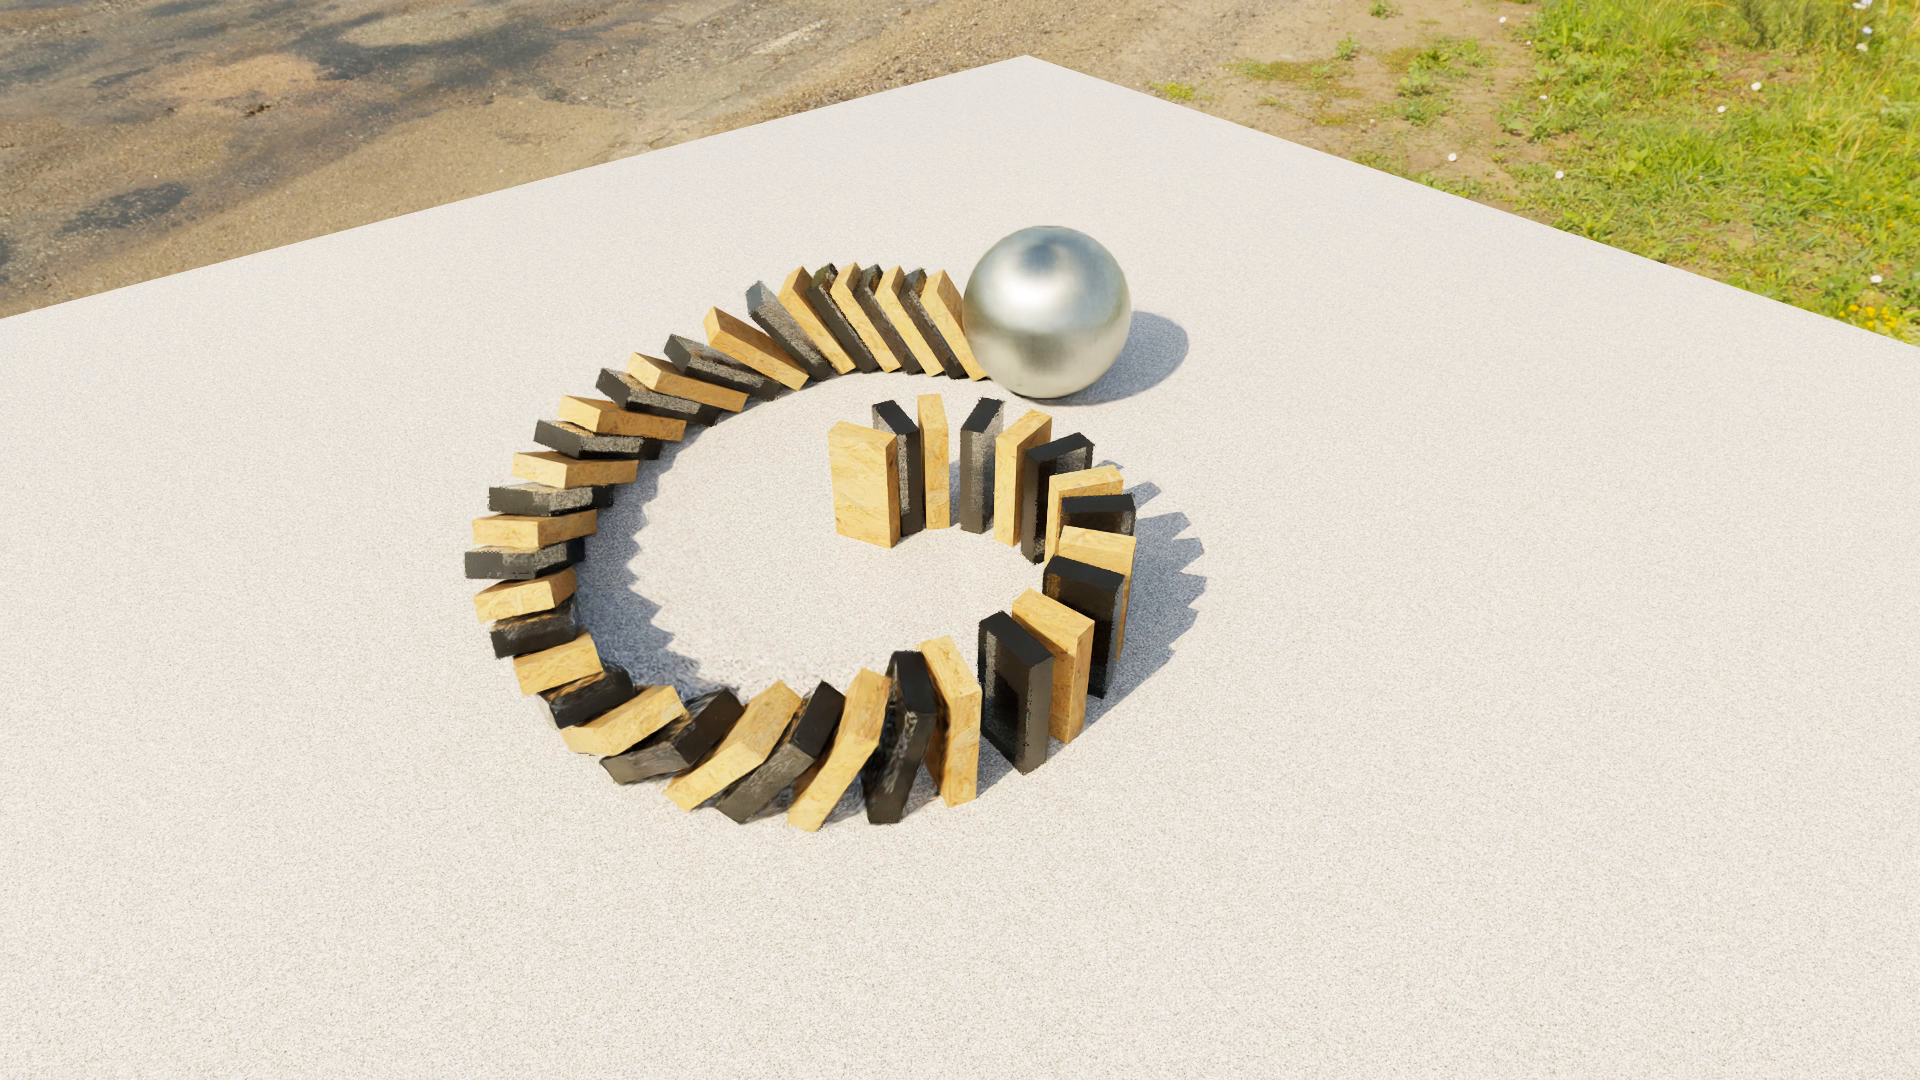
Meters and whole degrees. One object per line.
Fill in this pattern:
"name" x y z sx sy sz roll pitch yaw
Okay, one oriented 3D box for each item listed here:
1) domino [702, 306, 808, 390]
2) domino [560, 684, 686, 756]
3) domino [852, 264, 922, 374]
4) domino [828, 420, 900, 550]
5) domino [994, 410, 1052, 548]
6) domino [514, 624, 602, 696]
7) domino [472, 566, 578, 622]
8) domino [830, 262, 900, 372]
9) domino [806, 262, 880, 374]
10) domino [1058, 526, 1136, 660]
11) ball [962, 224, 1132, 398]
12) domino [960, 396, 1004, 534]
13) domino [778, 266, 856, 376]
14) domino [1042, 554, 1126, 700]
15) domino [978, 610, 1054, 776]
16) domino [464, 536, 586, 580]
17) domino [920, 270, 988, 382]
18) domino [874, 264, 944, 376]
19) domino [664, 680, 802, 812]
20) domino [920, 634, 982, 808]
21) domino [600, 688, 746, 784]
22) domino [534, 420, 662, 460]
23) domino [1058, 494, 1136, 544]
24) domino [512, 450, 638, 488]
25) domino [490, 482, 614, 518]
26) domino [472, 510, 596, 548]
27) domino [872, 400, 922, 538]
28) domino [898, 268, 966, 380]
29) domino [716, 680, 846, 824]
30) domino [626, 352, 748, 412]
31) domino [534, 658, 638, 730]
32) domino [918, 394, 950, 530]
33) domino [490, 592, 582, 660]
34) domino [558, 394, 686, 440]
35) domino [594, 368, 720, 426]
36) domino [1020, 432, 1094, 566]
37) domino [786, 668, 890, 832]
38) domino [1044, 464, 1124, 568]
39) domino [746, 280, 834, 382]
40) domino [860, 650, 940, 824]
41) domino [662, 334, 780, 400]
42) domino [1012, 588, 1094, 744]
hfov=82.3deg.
"domino" -0.099 -0.093 0.533 0.050 0.010 0.025 25 25 -35
"domino" -0.109 0.057 0.351 0.025 0.009 0.050 -32 12 -33
"domino" -0.034 -0.110 0.547 0.010 0.050 0.025 -21 33 24
"domino" -0.038 -0.021 0.438 0.025 0.050 0.009 16 42 19
"domino" 0.025 -0.024 0.441 0.010 0.050 0.025 25 45 27
"domino" -0.138 0.040 0.374 0.025 0.009 0.050 -18 10 -21
"domino" -0.156 0.019 0.399 0.025 0.010 0.050 -12 7 -9
"domino" -0.044 -0.111 0.549 0.010 0.050 0.025 -21 33 24
"domino" -0.056 -0.110 0.548 0.009 0.050 0.025 -22 32 25
"domino" 0.047 0.019 0.388 0.025 0.050 0.009 9 40 11
"ball" 0.041 -0.107 0.519 0.080 0.080 0.080 0 39 0
"domino" 0.009 -0.030 0.448 0.010 0.050 0.025 13 41 16
"domino" -0.069 -0.109 0.547 0.010 0.050 0.025 -25 32 25
"domino" 0.041 0.030 0.375 0.025 0.050 0.009 16 42 19
"domino" 0.017 0.049 0.351 0.010 0.050 0.025 -25 46 -28
"domino" -0.163 0.006 0.416 0.025 0.010 0.050 1 7 1
"domino" -0.001 -0.106 0.542 0.010 0.050 0.025 -21 33 24
"domino" -0.023 -0.108 0.546 0.009 0.050 0.025 -21 33 24
"domino" -0.070 0.064 0.338 0.010 0.050 0.025 43 42 -12
"domino" -0.004 0.057 0.342 0.009 0.050 0.025 -13 41 -19
"domino" -0.091 0.062 0.344 0.050 0.009 0.025 -22 18 46
"domino" -0.156 -0.043 0.476 0.025 0.010 0.050 20 11 22
"domino" 0.049 0.006 0.404 0.025 0.050 0.010 -3 39 -3
"domino" -0.160 -0.030 0.461 0.025 0.009 0.050 13 10 15
"domino" -0.164 -0.017 0.444 0.025 0.010 0.050 6 8 10
"domino" -0.165 -0.005 0.430 0.025 0.009 0.050 2 7 6
"domino" -0.025 -0.029 0.447 0.009 0.050 0.025 -18 43 -21
"domino" -0.012 -0.107 0.544 0.009 0.050 0.025 -21 32 24
"domino" -0.055 0.065 0.335 0.009 0.050 0.025 37 41 -11
"domino" -0.126 -0.073 0.511 0.025 0.009 0.050 34 15 36
"domino" -0.124 0.050 0.361 0.025 0.010 0.050 -23 9 -26
"domino" -0.011 -0.032 0.450 0.010 0.050 0.025 -5 40 -6
"domino" -0.149 0.030 0.388 0.025 0.010 0.050 -13 9 -15
"domino" -0.149 -0.054 0.488 0.025 0.009 0.050 22 11 29
"domino" -0.137 -0.065 0.502 0.025 0.010 0.050 33 15 34
"domino" 0.038 -0.016 0.431 0.025 0.050 0.010 -21 44 -23
"domino" -0.037 0.064 0.334 0.009 0.050 0.025 24 38 -13
"domino" 0.046 -0.003 0.416 0.025 0.050 0.009 -11 41 -13
"domino" -0.084 -0.102 0.540 0.009 0.050 0.025 -36 39 14
"domino" -0.020 0.061 0.337 0.010 0.050 0.025 5 37 -19
"domino" -0.113 -0.082 0.522 0.050 0.010 0.025 13 24 -45
"domino" 0.029 0.042 0.360 0.025 0.050 0.009 27 46 29
